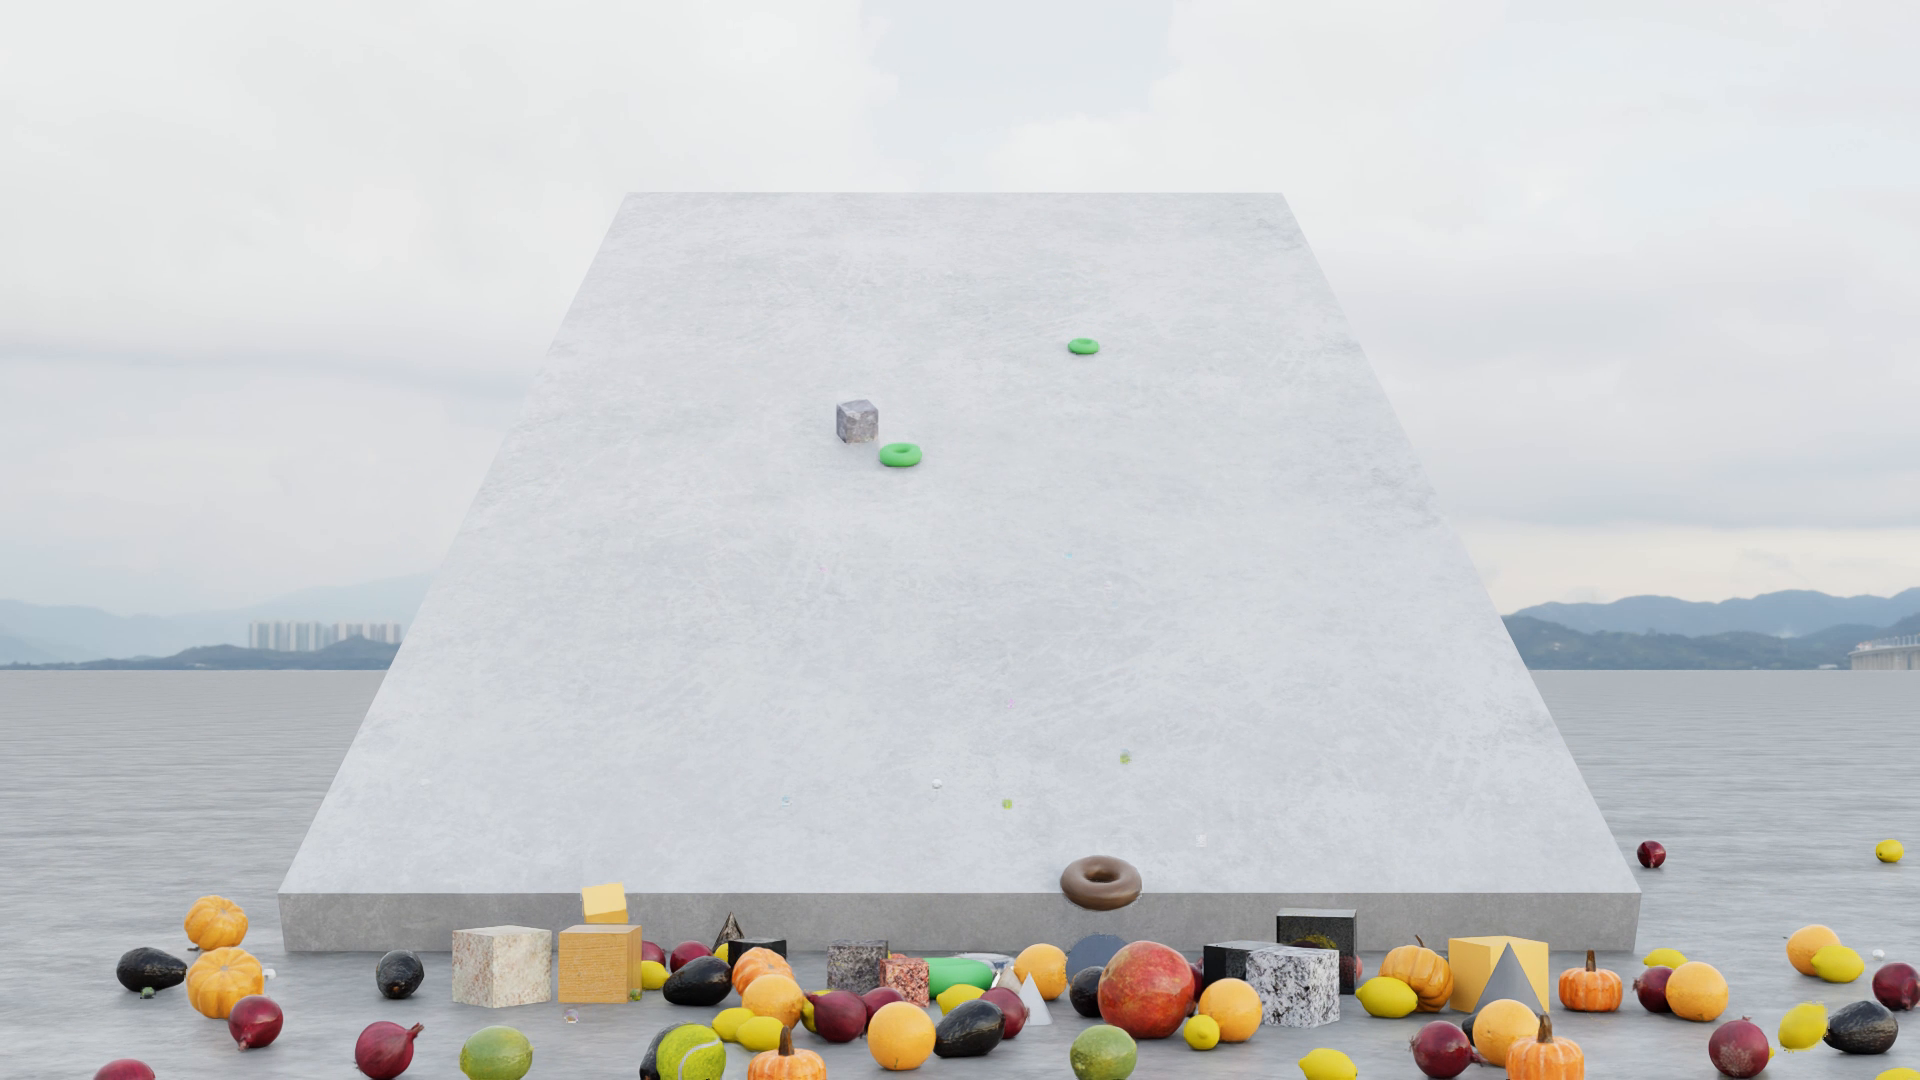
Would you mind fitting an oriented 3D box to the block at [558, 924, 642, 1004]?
[{"bbox_3d":[-0.458,0.540,2.952,0.087,0.087,0.087,0,-3,4],"label":"block"}]

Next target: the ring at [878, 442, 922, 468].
[{"bbox_3d":[-0.128,-0.183,4.984,0.094,0.031,0.094,-1,24,0],"label":"ring"}]

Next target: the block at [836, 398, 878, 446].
[{"bbox_3d":[-0.227,-0.261,5.110,0.074,0.074,0.074,-8,25,-19],"label":"block"}]

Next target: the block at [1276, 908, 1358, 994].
[{"bbox_3d":[0.469,0.538,3.037,0.099,0.099,0.099,-1,-3,12],"label":"block"}]

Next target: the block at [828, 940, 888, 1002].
[{"bbox_3d":[-0.130,0.549,2.953,0.069,0.069,0.069,0,-3,5],"label":"block"}]

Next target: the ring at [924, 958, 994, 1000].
[{"bbox_3d":[-0.021,0.564,2.980,0.128,0.043,0.128,1,-4,0],"label":"ring"}]

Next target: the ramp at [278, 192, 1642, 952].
[{"bbox_3d":[-0.007,-0.226,5.250,2.000,0.100,4.000,0,23,0],"label":"ramp"}]

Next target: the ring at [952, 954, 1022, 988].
[{"bbox_3d":[0.030,0.573,3.084,0.109,0.036,0.109,1,-4,0],"label":"ring"}]

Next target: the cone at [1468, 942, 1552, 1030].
[{"bbox_3d":[0.650,0.523,2.739,0.097,0.097,0.097,0,-3,0],"label":"cone"}]

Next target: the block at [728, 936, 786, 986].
[{"bbox_3d":[-0.272,0.564,3.100,0.055,0.055,0.055,-2,-4,37],"label":"block"}]

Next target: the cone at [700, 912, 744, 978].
[{"bbox_3d":[-0.315,0.553,3.186,0.086,0.086,0.086,0,-3,0],"label":"cone"}]

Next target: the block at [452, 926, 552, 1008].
[{"bbox_3d":[-0.579,0.538,2.926,0.088,0.088,0.088,-3,-4,43],"label":"block"}]

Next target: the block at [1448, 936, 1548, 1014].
[{"bbox_3d":[0.661,0.535,2.842,0.085,0.085,0.085,1,-3,-23],"label":"block"}]

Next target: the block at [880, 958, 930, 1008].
[{"bbox_3d":[-0.070,0.553,2.893,0.054,0.054,0.054,1,-3,-11],"label":"block"}]

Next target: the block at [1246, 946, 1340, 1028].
[{"bbox_3d":[0.397,0.532,2.758,0.083,0.083,0.083,-2,-4,33],"label":"block"}]

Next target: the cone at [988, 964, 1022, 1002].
[{"bbox_3d":[0.072,0.569,2.908,0.053,0.053,0.053,32,0,6],"label":"cone"}]

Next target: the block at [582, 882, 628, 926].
[{"bbox_3d":[-0.507,0.534,3.313,0.058,0.058,0.058,-8,35,-11],"label":"block"}]

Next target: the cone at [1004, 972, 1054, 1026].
[{"bbox_3d":[0.082,0.543,2.755,0.059,0.059,0.059,0,-3,0],"label":"cone"}]

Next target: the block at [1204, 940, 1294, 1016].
[{"bbox_3d":[0.355,0.537,2.841,0.080,0.080,0.080,-3,-4,43],"label":"block"}]

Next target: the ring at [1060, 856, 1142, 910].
[{"bbox_3d":[0.207,0.501,3.383,0.119,0.040,0.119,0,22,0],"label":"ring"}]

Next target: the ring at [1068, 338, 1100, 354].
[{"bbox_3d":[0.303,-0.475,5.671,0.077,0.026,0.077,1,22,0],"label":"ring"}]
